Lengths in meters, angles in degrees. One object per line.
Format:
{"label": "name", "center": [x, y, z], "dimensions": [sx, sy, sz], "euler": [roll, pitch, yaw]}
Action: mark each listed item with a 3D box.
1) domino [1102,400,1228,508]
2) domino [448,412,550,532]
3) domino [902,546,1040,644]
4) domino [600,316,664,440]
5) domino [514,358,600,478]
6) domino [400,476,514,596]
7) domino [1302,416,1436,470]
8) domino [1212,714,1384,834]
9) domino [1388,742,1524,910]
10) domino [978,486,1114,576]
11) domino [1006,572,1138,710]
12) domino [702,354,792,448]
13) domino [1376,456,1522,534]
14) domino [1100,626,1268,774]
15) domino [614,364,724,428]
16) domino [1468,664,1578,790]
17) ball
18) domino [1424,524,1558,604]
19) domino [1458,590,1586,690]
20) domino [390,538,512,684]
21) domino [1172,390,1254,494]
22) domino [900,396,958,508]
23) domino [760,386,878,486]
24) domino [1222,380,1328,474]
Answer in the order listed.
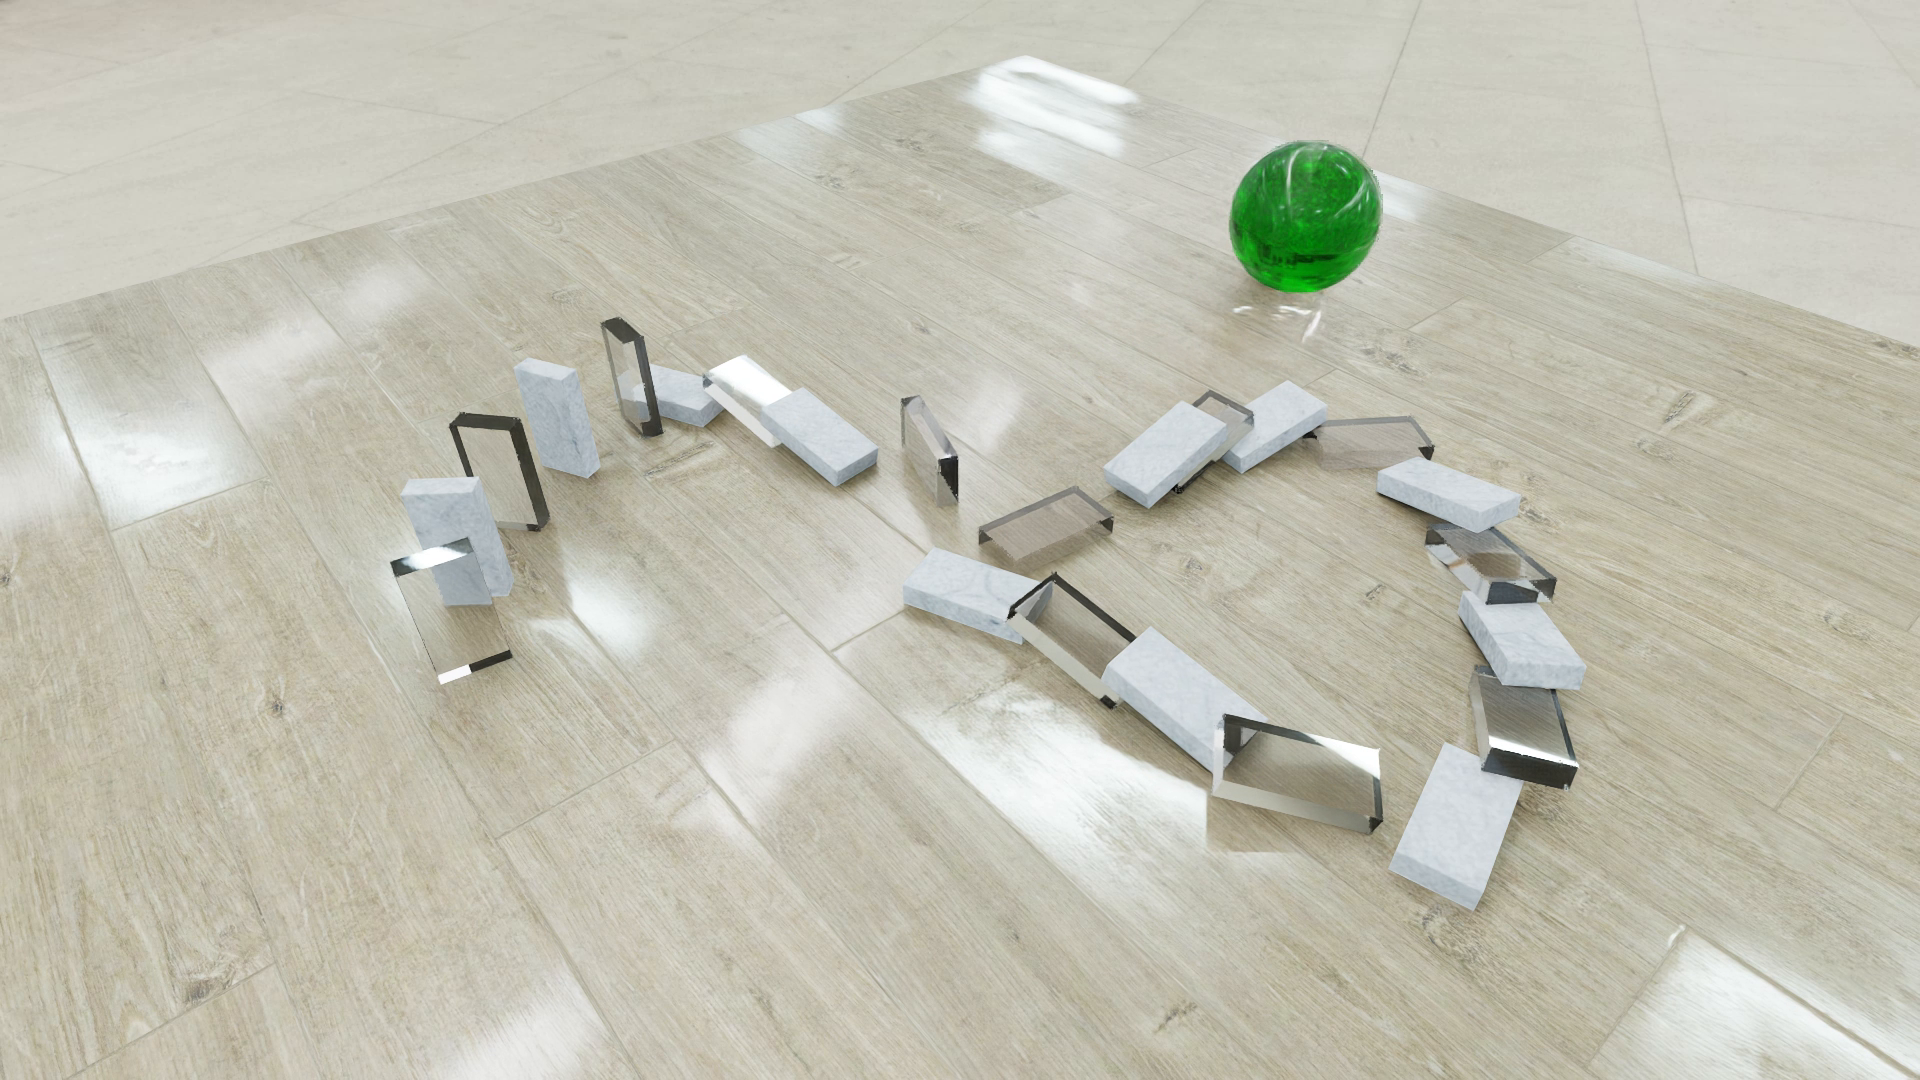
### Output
{"label": "domino", "center": [0.088, -0.037, 0.473], "dimensions": [0.050, 0.009, 0.025], "euler": [-40, 52, -18]}
{"label": "domino", "center": [-0.185, -0.027, 0.444], "dimensions": [0.025, 0.050, 0.010], "euler": [6, 40, 7]}
{"label": "domino", "center": [0.006, 0.021, 0.418], "dimensions": [0.050, 0.009, 0.025], "euler": [18, 43, 21]}
{"label": "domino", "center": [-0.149, -0.073, 0.501], "dimensions": [0.009, 0.050, 0.025], "euler": [-26, 46, -28]}
{"label": "domino", "center": [-0.174, -0.052, 0.475], "dimensions": [0.025, 0.050, 0.009], "euler": [15, 42, 18]}
{"label": "domino", "center": [-0.187, 0.000, 0.412], "dimensions": [0.025, 0.050, 0.009], "euler": [-2, 39, -3]}
{"label": "domino", "center": [0.184, -0.044, 0.497], "dimensions": [0.050, 0.009, 0.025], "euler": [-4, 39, -4]}
{"label": "domino", "center": [0.106, 0.073, 0.345], "dimensions": [0.050, 0.010, 0.025], "euler": [14, 47, 1]}
{"label": "domino", "center": [0.153, 0.087, 0.338], "dimensions": [0.025, 0.009, 0.050], "euler": [24, 45, 26]}
{"label": "domino", "center": [0.035, -0.004, 0.448], "dimensions": [0.050, 0.010, 0.025], "euler": [-24, 45, -26]}
{"label": "domino", "center": [0.044, 0.035, 0.392], "dimensions": [0.050, 0.010, 0.025], "euler": [39, 52, 22]}
{"label": "domino", "center": [-0.095, -0.066, 0.515], "dimensions": [0.050, 0.010, 0.025], "euler": [40, 52, 22]}
{"label": "domino", "center": [0.203, -0.020, 0.458], "dimensions": [0.025, 0.009, 0.050], "euler": [-19, 31, -25]}
{"label": "domino", "center": [0.075, 0.054, 0.369], "dimensions": [0.050, 0.010, 0.025], "euler": [39, 52, 22]}
{"label": "domino", "center": [-0.138, -0.070, 0.529], "dimensions": [0.050, 0.010, 0.025], "euler": [16, 42, 19]}
{"label": "domino", "center": [0.184, 0.060, 0.361], "dimensions": [0.025, 0.009, 0.050], "euler": [12, 28, 14]}
{"label": "ball", "center": [0.188, -0.176, 0.603], "dimensions": [0.080, 0.080, 0.080], "euler": [0, 39, 0]}
{"label": "domino", "center": [0.203, 0.008, 0.424], "dimensions": [0.025, 0.009, 0.050], "euler": [-3, 26, -3]}
{"label": "domino", "center": [0.199, 0.035, 0.392], "dimensions": [0.025, 0.009, 0.050], "euler": [4, 26, 5]}
{"label": "domino", "center": [-0.175, 0.025, 0.381], "dimensions": [0.025, 0.050, 0.009], "euler": [-21, 44, -24]}
{"label": "domino", "center": [0.104, -0.044, 0.486], "dimensions": [0.050, 0.009, 0.025], "euler": [-40, 52, -18]}
{"label": "domino", "center": [-0.014, -0.039, 0.479], "dimensions": [0.009, 0.025, 0.050], "euler": [-13, 41, -15]}
{"label": "domino", "center": [-0.063, -0.047, 0.492], "dimensions": [0.050, 0.010, 0.025], "euler": [39, 52, 21]}
{"label": "domino", "center": [0.138, -0.052, 0.498], "dimensions": [0.050, 0.010, 0.025], "euler": [-31, 47, -14]}
